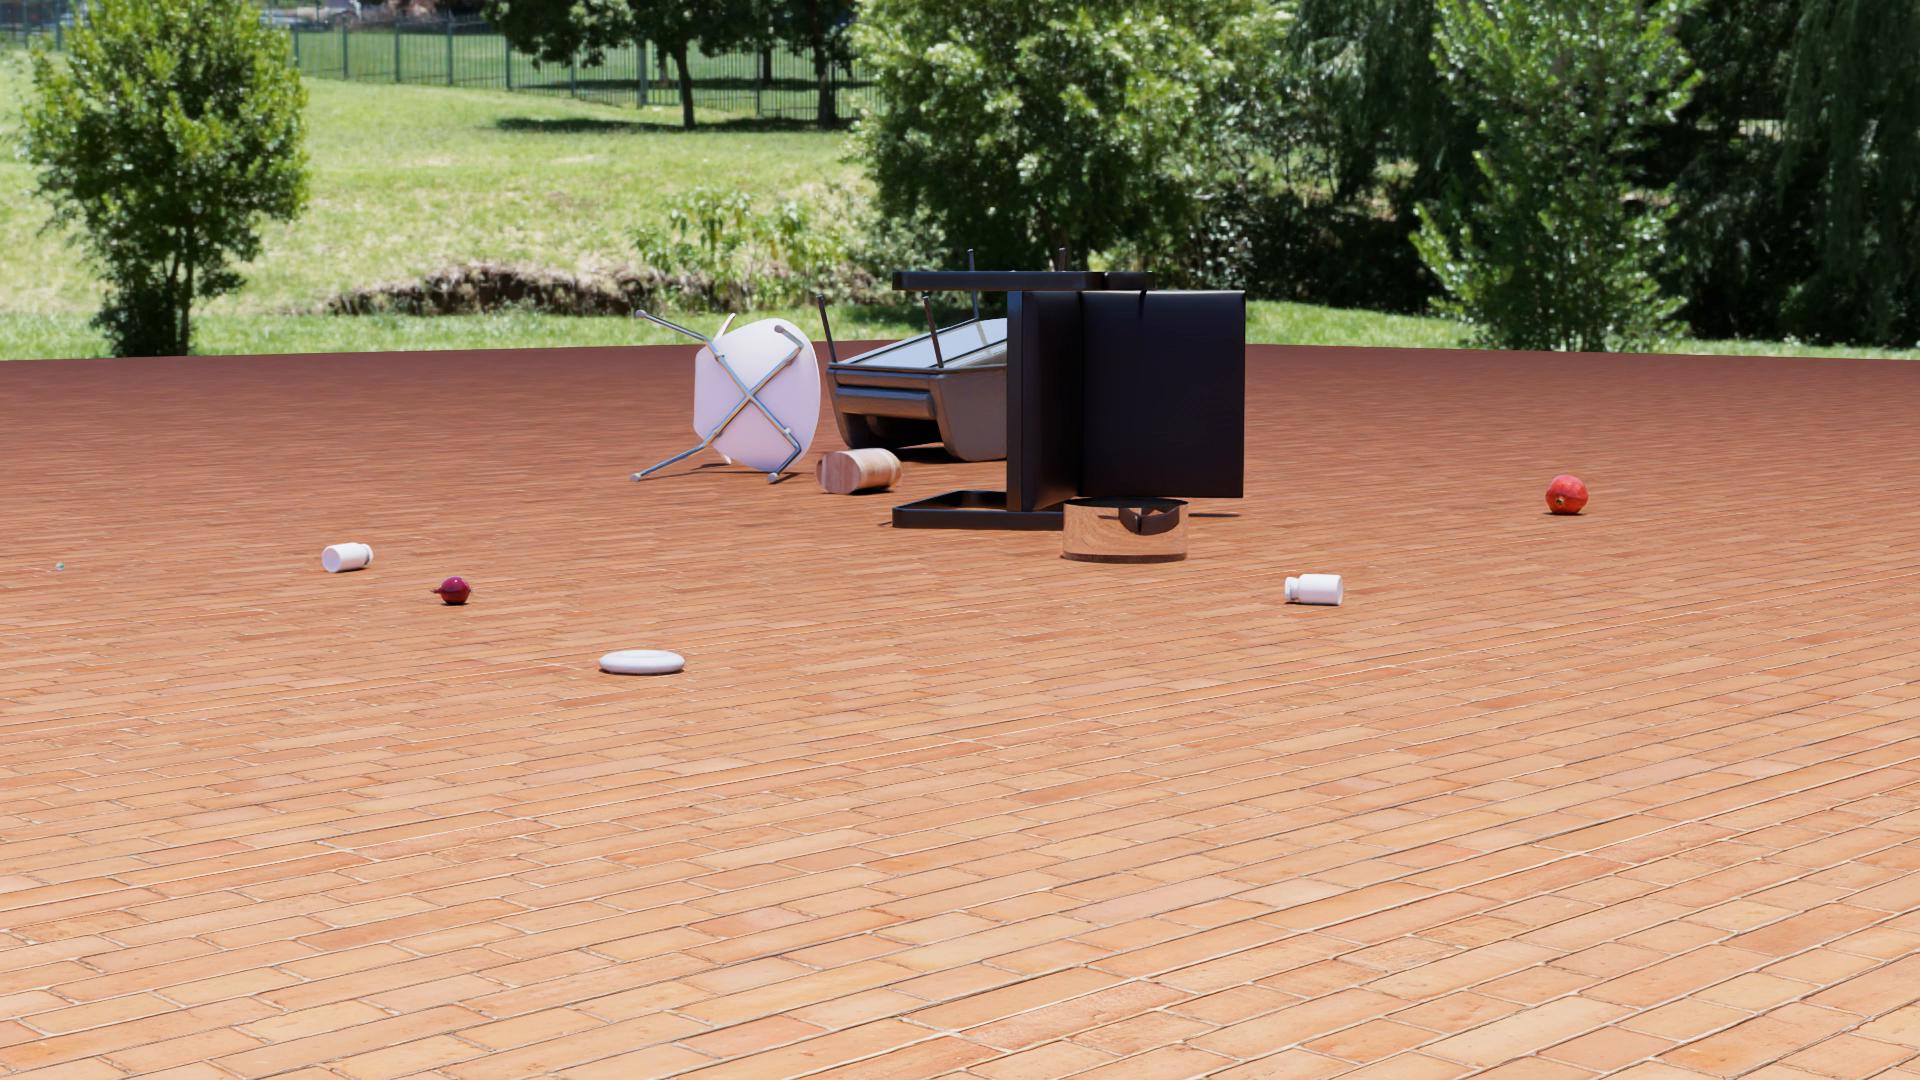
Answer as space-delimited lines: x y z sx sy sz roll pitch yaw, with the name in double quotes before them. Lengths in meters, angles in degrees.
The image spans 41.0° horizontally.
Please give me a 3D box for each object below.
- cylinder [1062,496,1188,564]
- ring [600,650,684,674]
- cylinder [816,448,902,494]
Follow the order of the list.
"cylinder" 0.389 -0.024 6.020 0.295 0.129 0.300 0 6 2
"ring" -0.532 0.205 4.291 0.149 0.028 0.120 2 7 21
"cylinder" -0.308 -0.209 7.817 0.168 0.129 0.211 9 10 33
